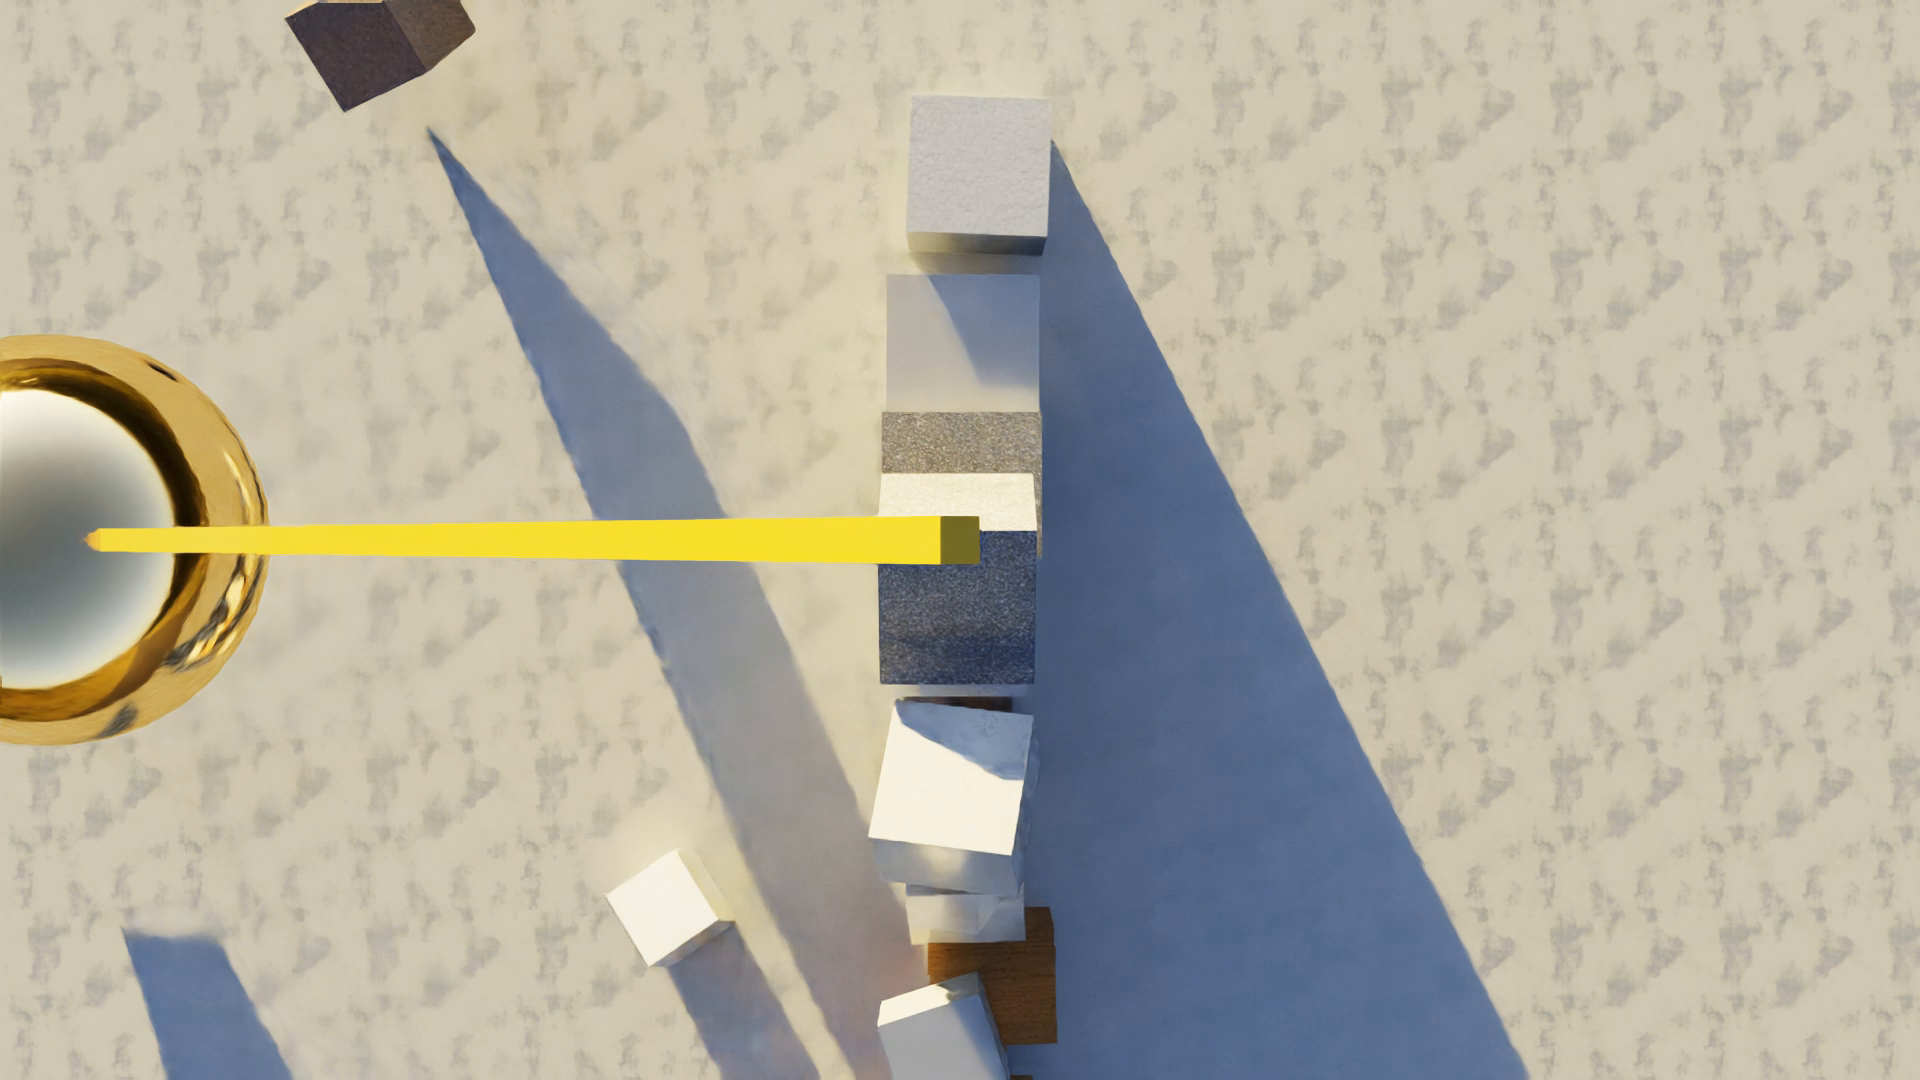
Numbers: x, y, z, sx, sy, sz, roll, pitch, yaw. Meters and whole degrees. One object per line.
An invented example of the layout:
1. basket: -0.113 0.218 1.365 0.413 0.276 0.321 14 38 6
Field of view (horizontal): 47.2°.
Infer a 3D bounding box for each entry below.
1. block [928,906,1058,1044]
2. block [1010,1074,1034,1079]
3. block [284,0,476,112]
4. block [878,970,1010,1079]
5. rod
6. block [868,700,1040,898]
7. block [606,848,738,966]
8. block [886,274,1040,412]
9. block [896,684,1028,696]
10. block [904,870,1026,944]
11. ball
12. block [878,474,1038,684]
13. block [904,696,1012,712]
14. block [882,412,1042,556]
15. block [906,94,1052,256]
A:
1. block: 0.182 2.495 12.623 0.706 0.754 0.636 -2 90 0
2. block: 0.043 3.540 12.533 0.759 0.783 0.662 0 106 0
3. block: -3.265 -2.914 12.436 0.620 0.674 0.592 -18 116 25
4. block: -0.084 2.744 11.963 0.567 0.561 0.541 -18 91 0
5. rod: -1.520 0.000 5.768 0.080 5.200 0.080 0 90 -36
6. block: -0.015 1.375 11.665 0.742 0.648 0.780 6 62 8
7. block: -1.660 2.130 12.713 0.474 0.465 0.478 -35 76 1
8. block: 0.015 -1.097 12.641 0.853 0.718 0.772 0 90 0
9. block: 0.012 0.483 12.609 0.731 0.783 0.766 0 90 0
10. block: 0.034 1.788 12.177 0.633 0.564 0.688 -2 53 2
11. ball: -3.507 0.000 8.527 1.600 1.600 1.600 0 90 0
12. block: -0.015 0.200 11.688 0.811 0.770 0.880 0 114 0
13. block: -0.011 1.181 12.694 0.617 0.612 0.607 0 90 0
14. block: 0.010 -0.307 12.530 0.876 0.940 0.790 0 90 0
15. block: 0.106 -2.075 12.582 0.784 0.837 0.763 2 90 0
